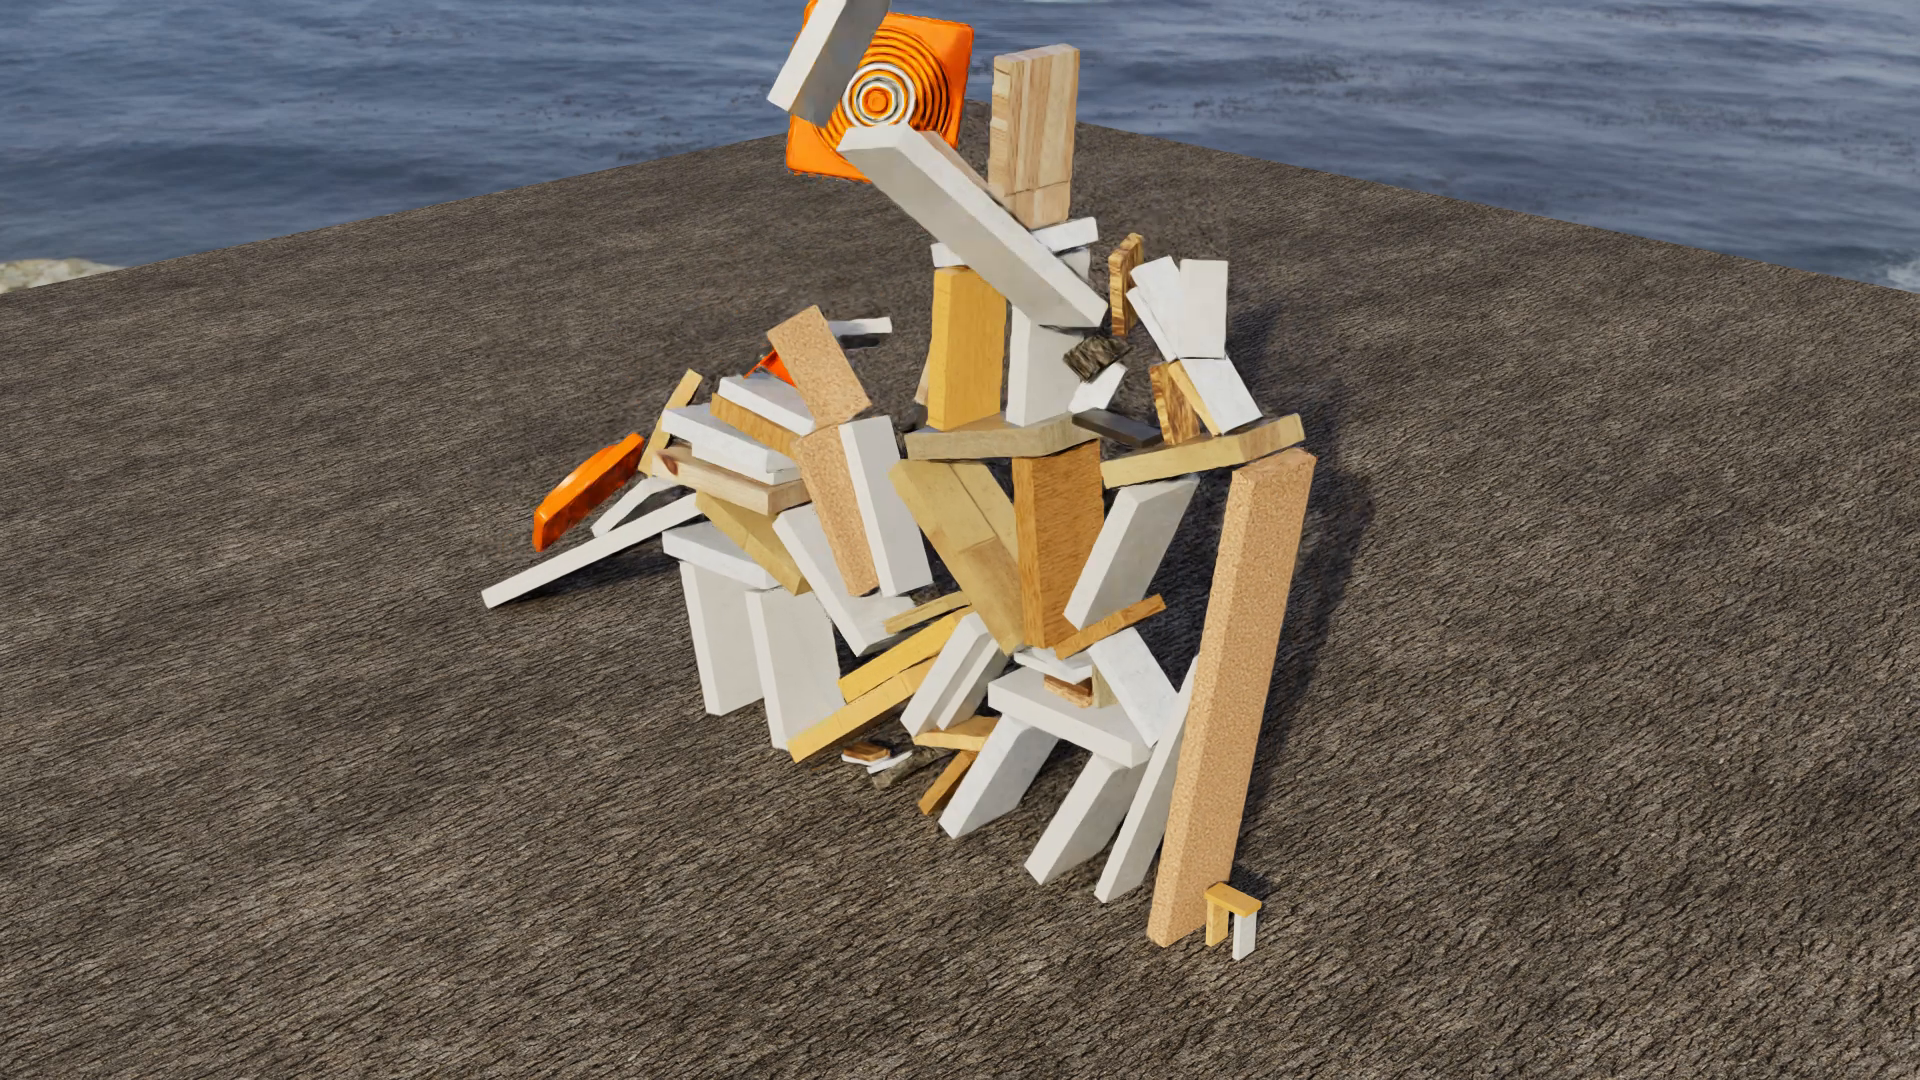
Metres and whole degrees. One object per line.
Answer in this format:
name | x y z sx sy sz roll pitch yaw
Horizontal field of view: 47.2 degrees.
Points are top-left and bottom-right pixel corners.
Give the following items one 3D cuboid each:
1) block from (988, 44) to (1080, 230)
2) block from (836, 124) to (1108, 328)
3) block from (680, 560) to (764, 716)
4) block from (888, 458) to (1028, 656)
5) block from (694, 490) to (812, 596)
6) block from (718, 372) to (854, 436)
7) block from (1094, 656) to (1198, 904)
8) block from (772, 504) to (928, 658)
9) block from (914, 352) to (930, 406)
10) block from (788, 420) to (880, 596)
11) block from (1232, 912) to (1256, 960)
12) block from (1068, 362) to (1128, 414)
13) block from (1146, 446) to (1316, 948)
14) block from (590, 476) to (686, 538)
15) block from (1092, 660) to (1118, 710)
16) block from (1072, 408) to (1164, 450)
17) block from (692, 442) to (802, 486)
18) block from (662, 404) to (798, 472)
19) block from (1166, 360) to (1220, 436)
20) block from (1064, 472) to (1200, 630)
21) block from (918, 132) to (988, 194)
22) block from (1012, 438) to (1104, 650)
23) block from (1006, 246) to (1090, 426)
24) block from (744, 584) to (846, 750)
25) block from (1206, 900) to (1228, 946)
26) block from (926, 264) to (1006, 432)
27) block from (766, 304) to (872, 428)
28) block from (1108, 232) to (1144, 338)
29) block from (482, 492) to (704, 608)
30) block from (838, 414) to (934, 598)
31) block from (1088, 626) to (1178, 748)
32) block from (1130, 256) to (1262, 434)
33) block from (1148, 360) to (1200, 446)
block | 0.126 -0.694 3.815 0.154 0.309 0.044 -19 36 -34
block | 0.026 -0.507 3.597 0.515 0.044 0.154 37 -18 -36
block | -0.506 0.192 4.856 0.050 0.350 0.175 6 21 45
block | 0.049 0.008 4.170 0.179 0.051 0.421 -22 71 -38
block | -0.385 -0.017 4.615 0.168 0.048 0.336 -19 48 -43
block | -0.361 -0.280 4.551 0.259 0.037 0.130 26 24 31
block | 0.376 0.430 3.999 0.105 0.615 0.030 -21 51 -40
block | -0.226 0.071 4.501 0.168 0.048 0.336 -18 67 -42
block | -0.007 -0.349 4.143 0.103 0.207 0.029 5 20 -36
block | -0.227 -0.063 4.398 0.116 0.334 0.033 -27 12 -33
block | 0.514 0.708 3.972 0.013 0.094 0.047 21 31 41
block | 0.245 -0.268 3.910 0.060 0.120 0.017 34 28 13
block | 0.466 0.294 3.838 0.161 0.966 0.046 -21 39 -40
block | -0.728 -0.083 5.031 0.130 0.037 0.259 -21 -10 -43
block | 0.271 0.250 4.040 0.057 0.113 0.016 -16 24 -32
block | 0.276 -0.195 3.835 0.161 0.017 0.060 23 32 39
block | -0.441 -0.169 4.611 0.241 0.029 0.104 20 23 36
block | -0.458 -0.220 4.628 0.326 0.046 0.163 22 23 38
block | 0.404 -0.240 3.673 0.020 0.138 0.069 -37 -5 29
block | 0.304 0.013 3.919 0.161 0.321 0.046 -21 56 -38
block | -0.021 -0.657 4.016 0.123 0.035 0.247 -12 52 -46
block | 0.187 0.002 4.035 0.179 0.357 0.051 -20 23 -40
block | 0.157 -0.365 3.918 0.043 0.301 0.150 24 32 38
block | -0.348 0.254 4.711 0.175 0.350 0.050 -21 18 -40
block | 0.470 0.691 4.013 0.013 0.094 0.047 21 31 41
block | 0.014 -0.364 4.064 0.150 0.301 0.043 -21 34 -41
block | -0.284 -0.345 4.436 0.116 0.232 0.033 -35 11 -31
block | 0.282 -0.430 3.710 0.022 0.158 0.079 19 48 25
block | -0.800 0.012 5.064 0.163 0.046 0.944 -21 0 -43
block | -0.148 -0.070 4.414 0.035 0.353 0.123 -14 1 38
block | 0.328 0.265 3.978 0.105 0.030 0.210 -20 72 -40
block | 0.393 -0.326 3.663 0.079 0.316 0.022 -22 -12 -36
block | 0.363 -0.236 3.726 0.069 0.138 0.020 -21 13 -39
